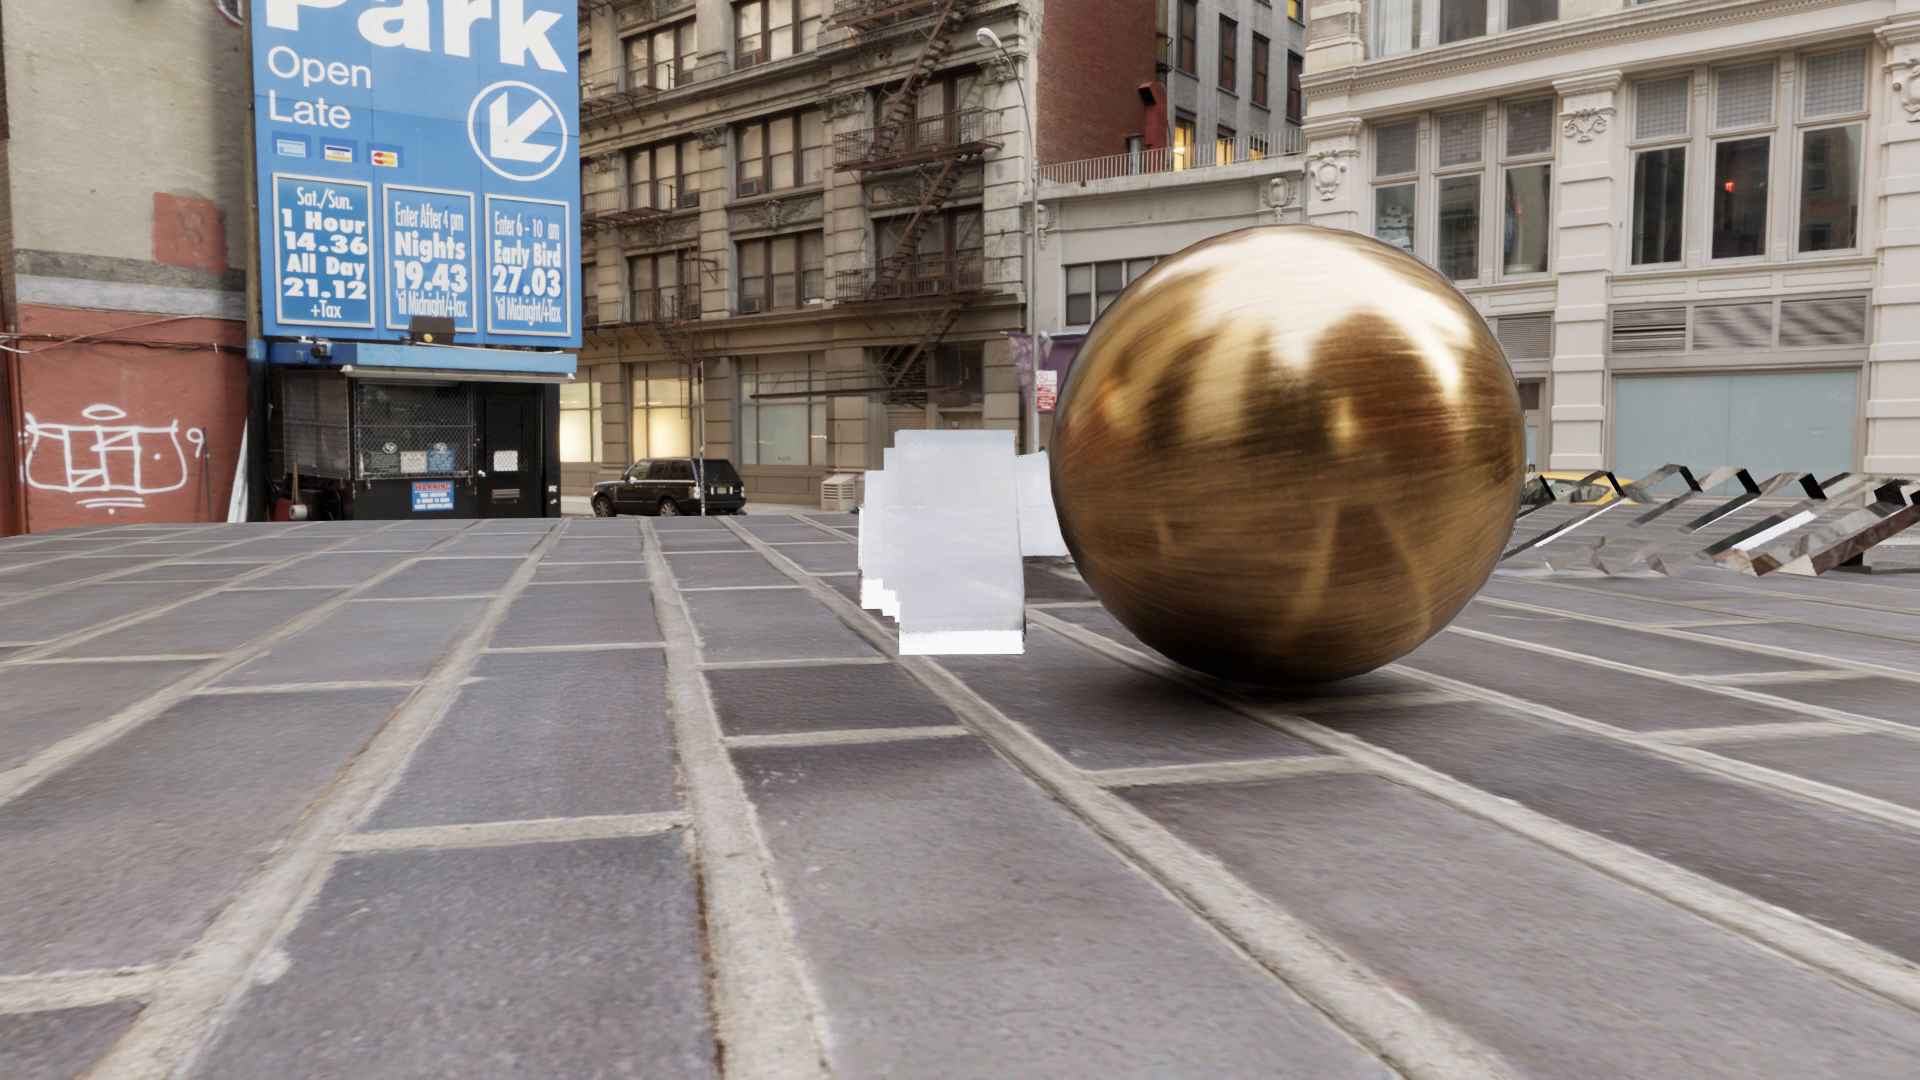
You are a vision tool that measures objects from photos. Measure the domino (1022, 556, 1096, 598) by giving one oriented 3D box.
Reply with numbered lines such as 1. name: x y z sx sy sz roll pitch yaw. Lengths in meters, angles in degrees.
1. domino: 0.042 0.010 0.369 0.050 0.010 0.025 0 4 -3

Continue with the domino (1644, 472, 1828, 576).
1. domino: 0.250 -0.005 0.418 0.050 0.010 0.025 -30 -4 15

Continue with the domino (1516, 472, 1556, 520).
1. domino: 0.174 -0.006 0.435 0.050 0.009 0.025 -29 -5 18

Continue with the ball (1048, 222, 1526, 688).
1. ball: 0.055 -0.014 0.225 0.080 0.080 0.080 0 4 0

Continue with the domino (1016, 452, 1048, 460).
1. domino: 0.020 -0.011 0.446 0.025 0.010 0.050 -7 39 6

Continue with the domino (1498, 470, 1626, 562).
1. domino: 0.194 -0.006 0.429 0.050 0.009 0.025 -31 -6 18

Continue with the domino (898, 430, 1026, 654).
1. domino: 0.000 0.000 0.270 0.025 0.050 0.009 0 -33 -3

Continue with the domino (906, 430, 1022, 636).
1. domino: 0.000 -0.002 0.294 0.025 0.050 0.009 0 -33 -3

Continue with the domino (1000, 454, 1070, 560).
1. domino: 0.035 -0.013 0.477 0.025 0.009 0.050 -2 41 27

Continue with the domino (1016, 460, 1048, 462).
1. domino: 0.022 -0.008 0.425 0.025 0.009 0.050 -2 39 0

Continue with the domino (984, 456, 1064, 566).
1. domino: 0.026 -0.011 0.461 0.025 0.009 0.050 -2 40 17

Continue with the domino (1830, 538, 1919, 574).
1. domino: 0.318 0.005 0.437 0.050 0.010 0.025 -1 4 -15

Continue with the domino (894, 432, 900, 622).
1. domino: -0.004 -0.004 0.317 0.025 0.050 0.009 0 -33 -3

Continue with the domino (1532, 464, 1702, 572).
1. domino: 0.216 -0.008 0.425 0.050 0.009 0.025 -33 -5 17

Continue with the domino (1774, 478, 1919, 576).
1. domino: 0.294 -0.005 0.426 0.050 0.009 0.025 -27 7 -4

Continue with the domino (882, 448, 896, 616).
1. domino: -0.007 -0.003 0.333 0.025 0.009 0.050 0 48 -3

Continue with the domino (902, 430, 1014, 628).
1. domino: -0.001 -0.003 0.306 0.025 0.050 0.009 0 -33 -3

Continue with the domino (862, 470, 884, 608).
1. domino: -0.014 -0.001 0.350 0.025 0.009 0.050 0 37 -3

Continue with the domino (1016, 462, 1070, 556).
1. domino: 0.025 -0.006 0.407 0.025 0.010 0.050 0 39 -1

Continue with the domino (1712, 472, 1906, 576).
1. domino: 0.276 -0.005 0.420 0.050 0.009 0.025 -27 7 5

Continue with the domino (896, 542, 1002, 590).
1. domino: -0.004 0.008 0.403 0.025 0.009 0.050 -1 4 -11

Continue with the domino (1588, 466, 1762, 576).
1. domino: 0.232 -0.006 0.420 0.050 0.009 0.025 -32 -5 16

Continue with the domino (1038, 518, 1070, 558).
1. domino: 0.054 -0.014 0.483 0.050 0.010 0.025 -49 29 -23

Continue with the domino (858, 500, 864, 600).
1. domino: -0.017 0.002 0.371 0.025 0.010 0.050 -1 24 -4

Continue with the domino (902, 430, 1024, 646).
1. domino: 0.000 -0.001 0.282 0.025 0.050 0.010 0 -33 -3
